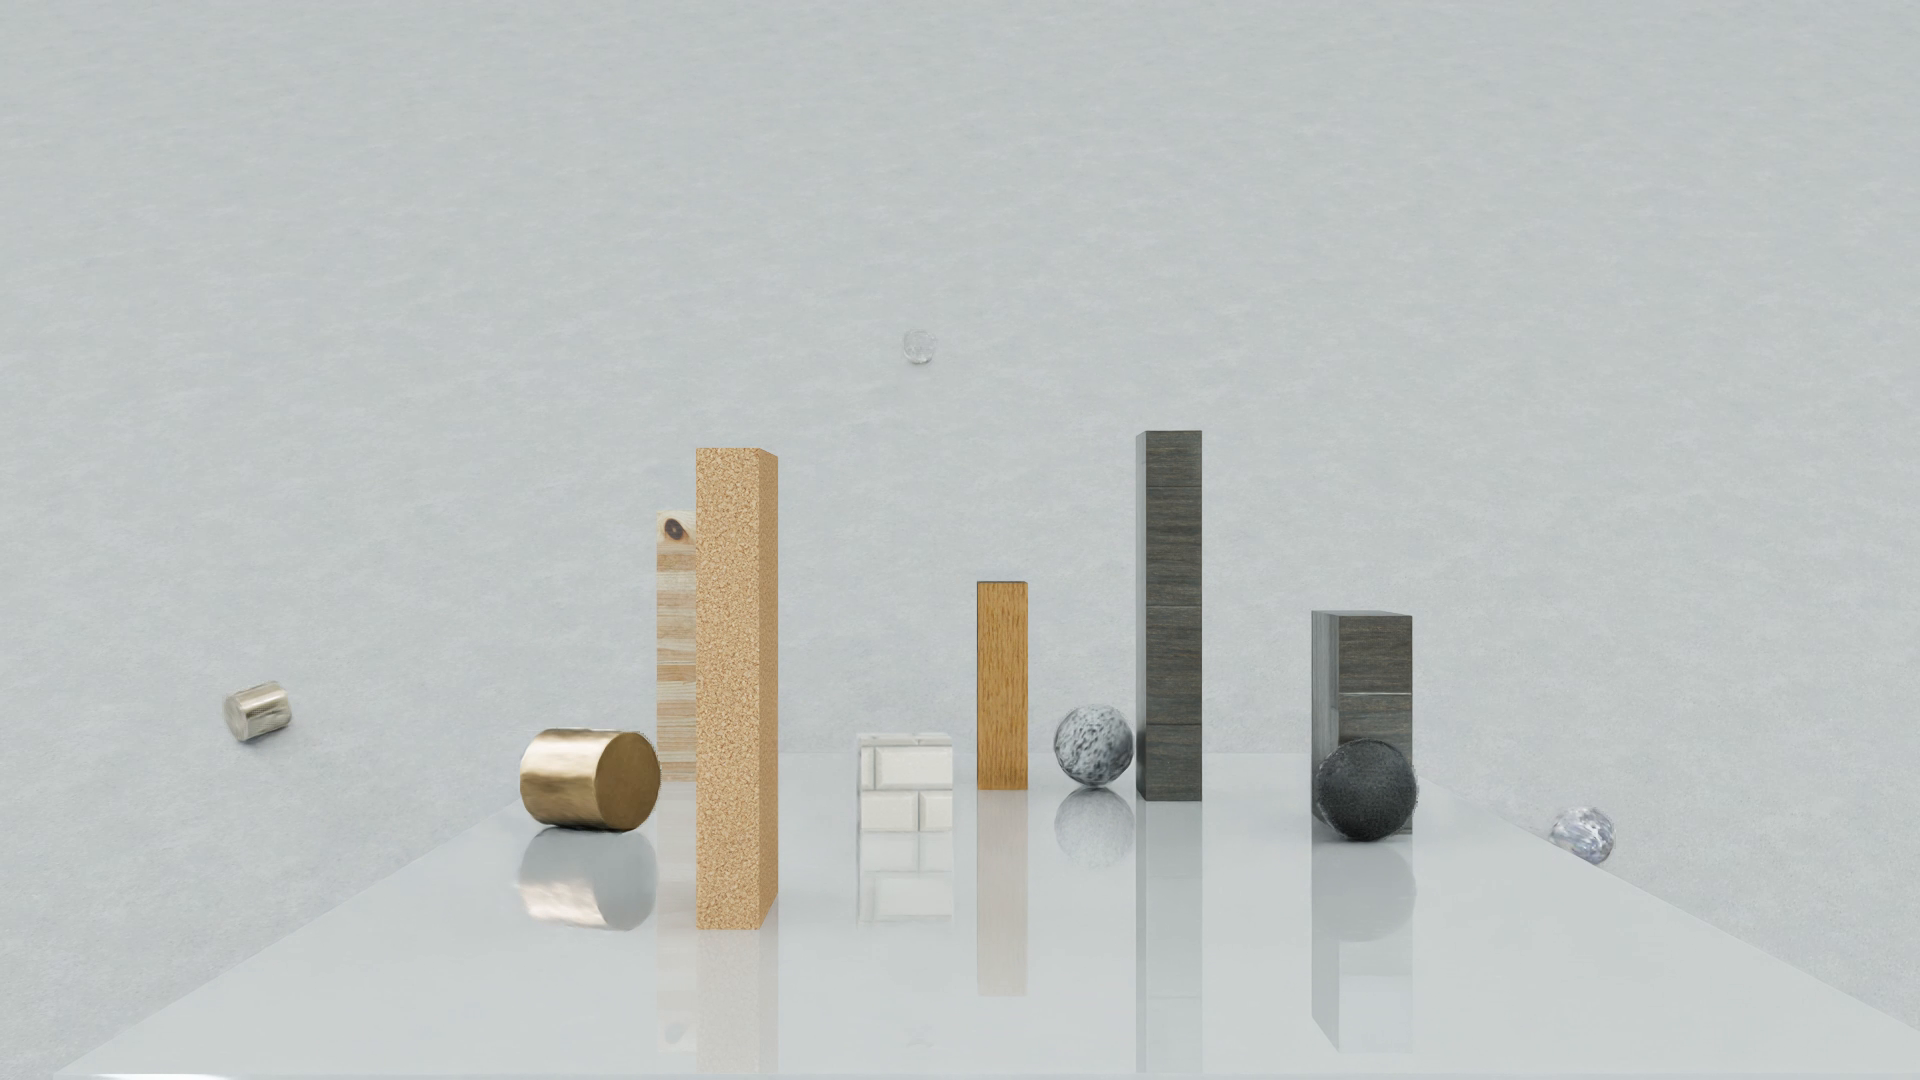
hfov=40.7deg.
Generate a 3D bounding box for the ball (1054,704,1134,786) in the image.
[{"bbox_3d":[0.300,0.458,5.777,0.180,0.180,0.180,0,30,0],"label":"ball"}]

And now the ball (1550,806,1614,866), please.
[{"bbox_3d":[1.528,0.731,6.359,0.154,0.154,0.154,0,30,0],"label":"ball"}]

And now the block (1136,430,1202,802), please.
[{"bbox_3d":[0.449,0.159,5.580,0.118,0.778,0.312,0,0,0],"label":"block"}]

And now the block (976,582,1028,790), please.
[{"bbox_3d":[0.094,0.322,5.827,0.110,0.453,0.299,0,0,0],"label":"block"}]

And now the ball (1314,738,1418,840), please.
[{"bbox_3d":[0.740,0.455,4.719,0.185,0.185,0.185,0,30,0],"label":"ball"}]

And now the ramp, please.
[{"bbox_3d":[0.067,0.598,4.656,2.000,0.100,4.000,0,0,0],"label":"ramp"}]

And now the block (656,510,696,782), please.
[{"bbox_3d":[-0.633,0.241,6.024,0.113,0.616,0.278,0,0,0],"label":"block"}]

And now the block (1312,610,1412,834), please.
[{"bbox_3d":[0.773,0.344,4.998,0.137,0.407,0.375,0,0,0],"label":"block"}]

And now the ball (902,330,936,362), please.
[{"bbox_3d":[-0.139,-0.659,8.810,0.113,0.113,0.113,0,30,0],"label":"ball"}]

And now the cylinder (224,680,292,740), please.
[{"bbox_3d":[-1.861,0.452,6.854,0.127,0.127,0.127,-19,35,-40],"label":"cylinder"}]

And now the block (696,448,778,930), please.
[{"bbox_3d":[-0.327,0.209,3.834,0.089,0.678,0.385,0,0,0],"label":"block"}]

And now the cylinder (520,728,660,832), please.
[{"bbox_3d":[-0.703,0.454,4.915,0.187,0.187,0.187,0,26,34],"label":"cylinder"}]

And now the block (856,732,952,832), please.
[{"bbox_3d":[-0.108,0.462,4.958,0.172,0.172,0.172,0,0,-5],"label":"block"}]
